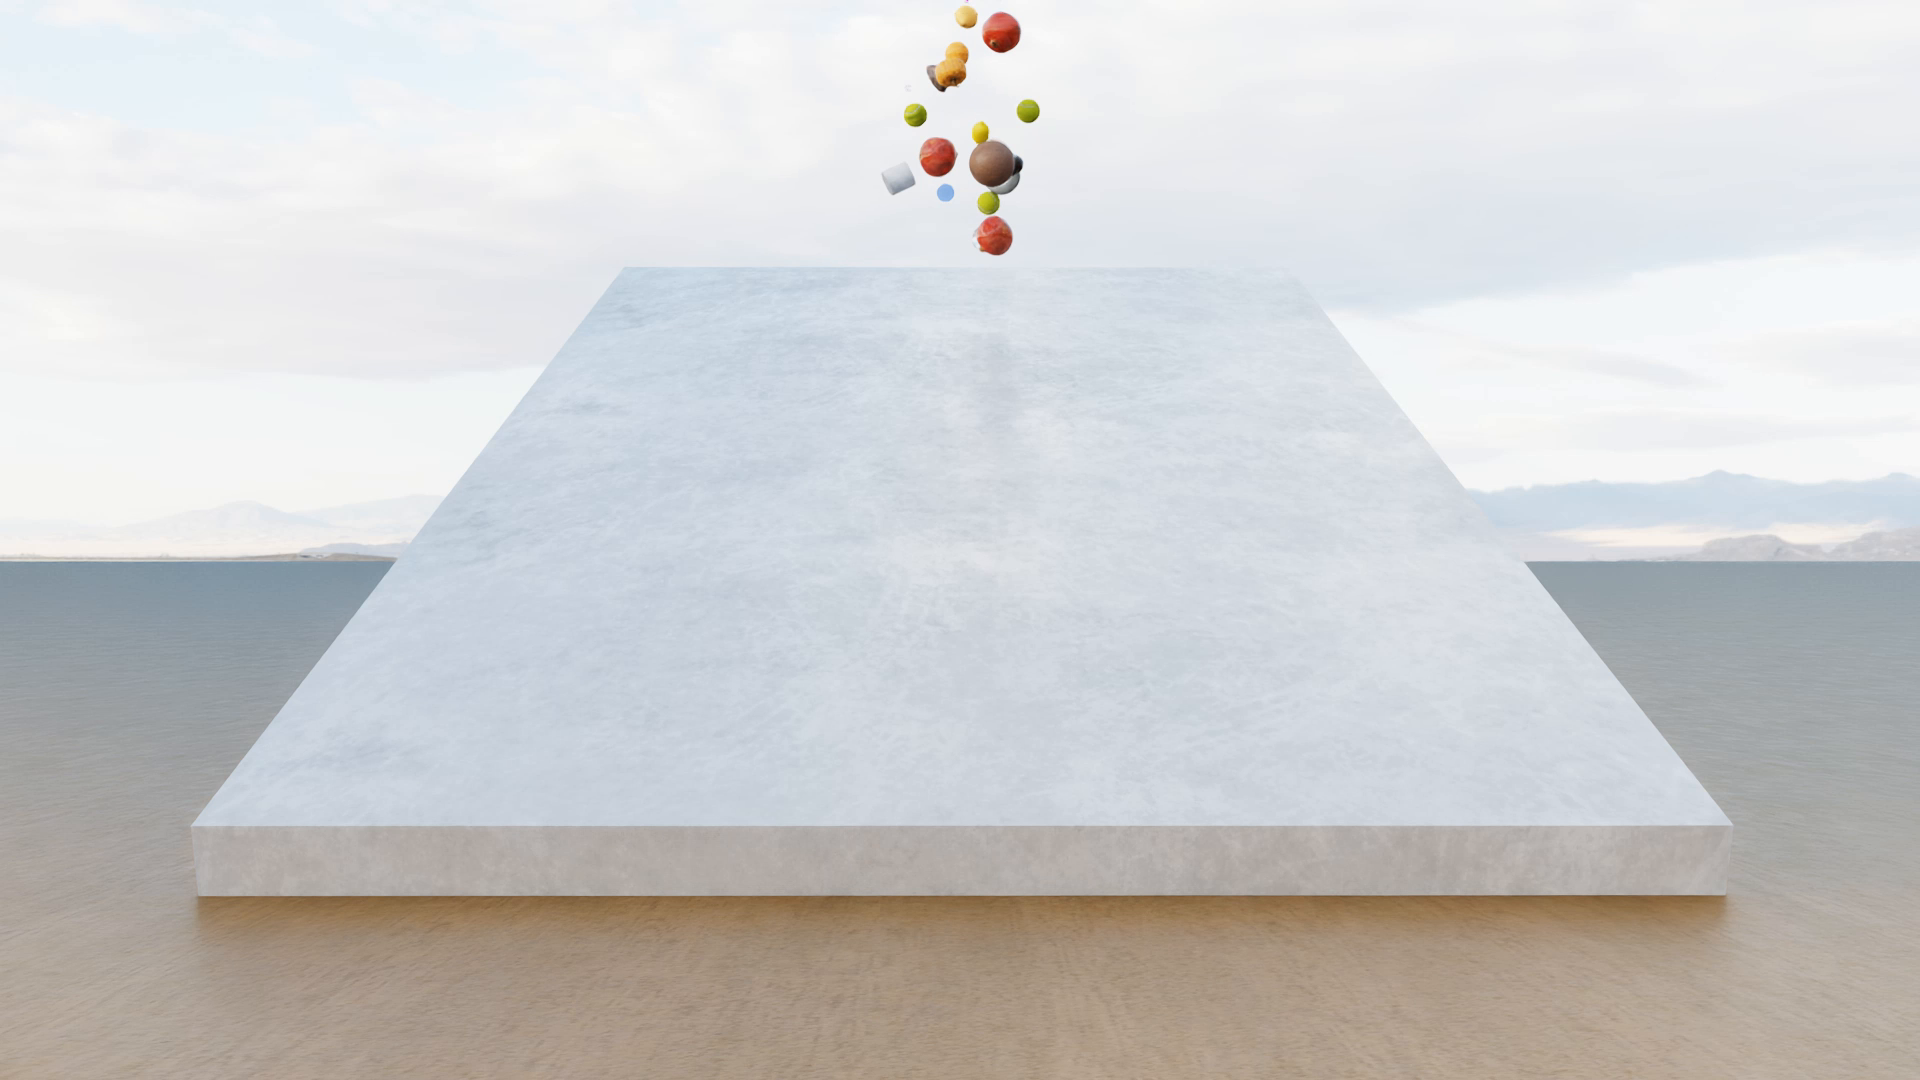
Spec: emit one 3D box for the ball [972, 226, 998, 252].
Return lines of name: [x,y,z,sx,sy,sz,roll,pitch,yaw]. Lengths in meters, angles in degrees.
ball: [0.073,-0.905,6.678,0.078,0.078,0.078,0,0,0]

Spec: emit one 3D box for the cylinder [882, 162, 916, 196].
cylinder: [-0.174,-1.021,6.288,0.073,0.073,0.073,-27,3,-7]

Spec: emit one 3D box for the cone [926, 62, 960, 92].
cone: [-0.034,-1.357,6.439,0.092,0.092,0.092,-28,-13,24]

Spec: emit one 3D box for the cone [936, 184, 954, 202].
cone: [-0.036,-1.034,6.633,0.054,0.054,0.054,0,10,14]

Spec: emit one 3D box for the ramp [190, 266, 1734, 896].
ramp: [-0.003,-0.178,4.811,2.000,0.100,4.000,0,17,0]

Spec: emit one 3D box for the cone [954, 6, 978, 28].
cone: [0.011,-1.534,6.586,0.072,0.072,0.072,0,32,16]

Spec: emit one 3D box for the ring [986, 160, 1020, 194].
ring: [0.127,-1.074,6.599,0.109,0.109,0.036,0,-17,19]
